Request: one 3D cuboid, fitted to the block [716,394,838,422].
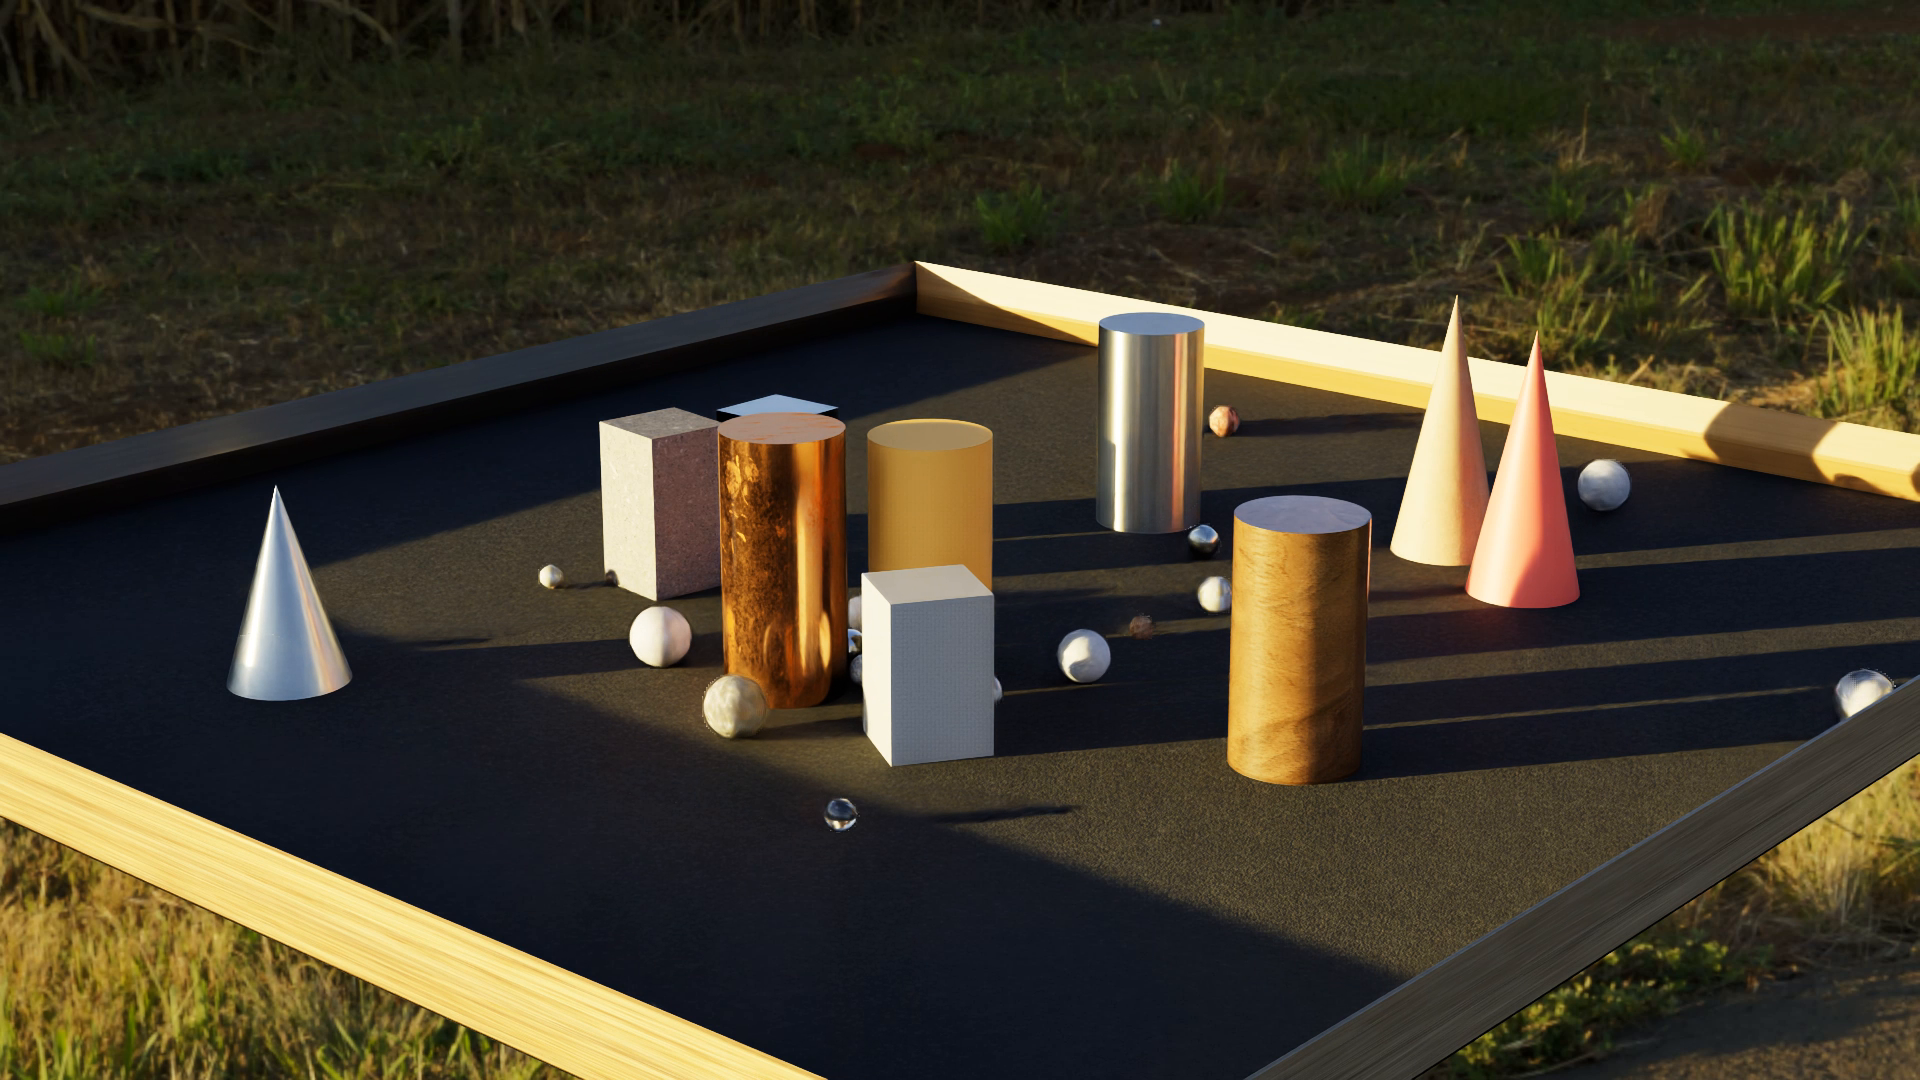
[{"bbox_3d":[-0.337,-0.125,5.445,0.159,0.245,0.159,14,22,38],"label":"block"}]

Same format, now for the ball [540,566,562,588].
[{"bbox_3d":[-0.722,0.064,5.170,0.041,0.041,0.041,0,17,0],"label":"ball"}]

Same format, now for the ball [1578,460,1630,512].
[{"bbox_3d":[1.236,-0.105,5.631,0.099,0.099,0.099,0,17,0],"label":"ball"}]

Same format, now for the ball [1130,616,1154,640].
[{"bbox_3d":[0.303,0.146,4.899,0.040,0.040,0.040,0,17,0],"label":"ball"}]

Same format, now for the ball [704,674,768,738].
[{"bbox_3d":[-0.341,0.253,4.449,0.096,0.096,0.096,0,17,0],"label":"ball"}]

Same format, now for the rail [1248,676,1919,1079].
[{"bbox_3d":[1.188,0.330,4.132,0.045,0.129,3.339,14,22,39],"label":"rail"}]

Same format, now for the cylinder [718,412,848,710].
[{"bbox_3d":[-0.277,0.031,4.611,0.199,0.428,0.199,0,17,0],"label":"cylinder"}]

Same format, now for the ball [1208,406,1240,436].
[{"bbox_3d":[0.556,-0.249,6.173,0.063,0.063,0.063,0,17,0],"label":"ball"}]

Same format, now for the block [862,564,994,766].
[{"bbox_3d":[-0.049,0.186,4.399,0.159,0.252,0.159,-5,17,-16],"label":"block"}]

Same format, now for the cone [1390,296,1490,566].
[{"bbox_3d":[0.892,-0.212,5.327,0.199,0.479,0.199,0,17,0],"label":"cone"}]

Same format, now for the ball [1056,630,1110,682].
[{"bbox_3d":[0.198,0.185,4.690,0.086,0.086,0.086,0,17,0],"label":"ball"}]

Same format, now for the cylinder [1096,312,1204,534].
[{"bbox_3d":[0.358,-0.222,5.533,0.199,0.381,0.199,0,17,0],"label":"cylinder"}]

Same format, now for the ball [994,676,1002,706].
[{"bbox_3d":[0.038,0.236,4.573,0.057,0.057,0.057,0,17,0],"label":"ball"}]

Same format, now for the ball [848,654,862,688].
[{"bbox_3d":[-0.150,0.209,4.665,0.056,0.056,0.056,0,17,0],"label":"ball"}]

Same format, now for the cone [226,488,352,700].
[{"bbox_3d":[-1.077,0.068,4.663,0.199,0.325,0.199,0,17,0],"label":"cone"}]

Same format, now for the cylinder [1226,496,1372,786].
[{"bbox_3d":[0.497,0.146,4.308,0.199,0.382,0.199,0,17,0],"label":"cylinder"}]

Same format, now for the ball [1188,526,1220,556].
[{"bbox_3d":[0.444,0.002,5.348,0.058,0.058,0.058,0,17,0],"label":"ball"}]

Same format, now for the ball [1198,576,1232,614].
[{"bbox_3d":[0.440,0.094,5.032,0.064,0.064,0.064,0,17,0],"label":"ball"}]

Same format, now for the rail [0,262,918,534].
[{"bbox_3d":[-1.188,-0.265,6.107,0.045,0.129,3.339,14,22,39],"label":"rail"}]

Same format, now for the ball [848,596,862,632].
[{"bbox_3d":[-0.164,0.127,4.911,0.069,0.069,0.069,0,17,0],"label":"ball"}]

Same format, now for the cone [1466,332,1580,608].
[{"bbox_3d":[0.989,-0.135,5.091,0.199,0.469,0.199,0,17,0],"label":"cone"}]

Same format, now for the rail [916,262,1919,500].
[{"bbox_3d":[1.079,-0.326,6.310,3.193,0.129,0.045,14,22,39],"label":"rail"}]

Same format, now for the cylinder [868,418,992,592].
[{"bbox_3d":[-0.048,0.024,4.688,0.199,0.397,0.199,0,17,0],"label":"cylinder"}]

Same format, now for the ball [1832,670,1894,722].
[{"bbox_3d":[1.382,0.245,4.480,0.094,0.094,0.094,0,17,0],"label":"ball"}]

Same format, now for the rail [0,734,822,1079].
[{"bbox_3d":[-1.079,0.391,3.930,3.193,0.129,0.045,14,22,39],"label":"rail"}]

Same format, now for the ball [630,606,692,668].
[{"bbox_3d":[-0.486,0.157,4.762,0.099,0.099,0.099,0,17,0],"label":"ball"}]

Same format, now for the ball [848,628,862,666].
[{"bbox_3d":[-0.179,0.177,4.749,0.067,0.067,0.067,0,17,0],"label":"ball"}]

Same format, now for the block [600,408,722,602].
[{"bbox_3d":[-0.519,-0.065,5.165,0.159,0.291,0.159,-14,22,-38],"label":"block"}]

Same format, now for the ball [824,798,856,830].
[{"bbox_3d":[-0.167,0.384,4.101,0.046,0.046,0.046,0,17,0],"label":"ball"}]
